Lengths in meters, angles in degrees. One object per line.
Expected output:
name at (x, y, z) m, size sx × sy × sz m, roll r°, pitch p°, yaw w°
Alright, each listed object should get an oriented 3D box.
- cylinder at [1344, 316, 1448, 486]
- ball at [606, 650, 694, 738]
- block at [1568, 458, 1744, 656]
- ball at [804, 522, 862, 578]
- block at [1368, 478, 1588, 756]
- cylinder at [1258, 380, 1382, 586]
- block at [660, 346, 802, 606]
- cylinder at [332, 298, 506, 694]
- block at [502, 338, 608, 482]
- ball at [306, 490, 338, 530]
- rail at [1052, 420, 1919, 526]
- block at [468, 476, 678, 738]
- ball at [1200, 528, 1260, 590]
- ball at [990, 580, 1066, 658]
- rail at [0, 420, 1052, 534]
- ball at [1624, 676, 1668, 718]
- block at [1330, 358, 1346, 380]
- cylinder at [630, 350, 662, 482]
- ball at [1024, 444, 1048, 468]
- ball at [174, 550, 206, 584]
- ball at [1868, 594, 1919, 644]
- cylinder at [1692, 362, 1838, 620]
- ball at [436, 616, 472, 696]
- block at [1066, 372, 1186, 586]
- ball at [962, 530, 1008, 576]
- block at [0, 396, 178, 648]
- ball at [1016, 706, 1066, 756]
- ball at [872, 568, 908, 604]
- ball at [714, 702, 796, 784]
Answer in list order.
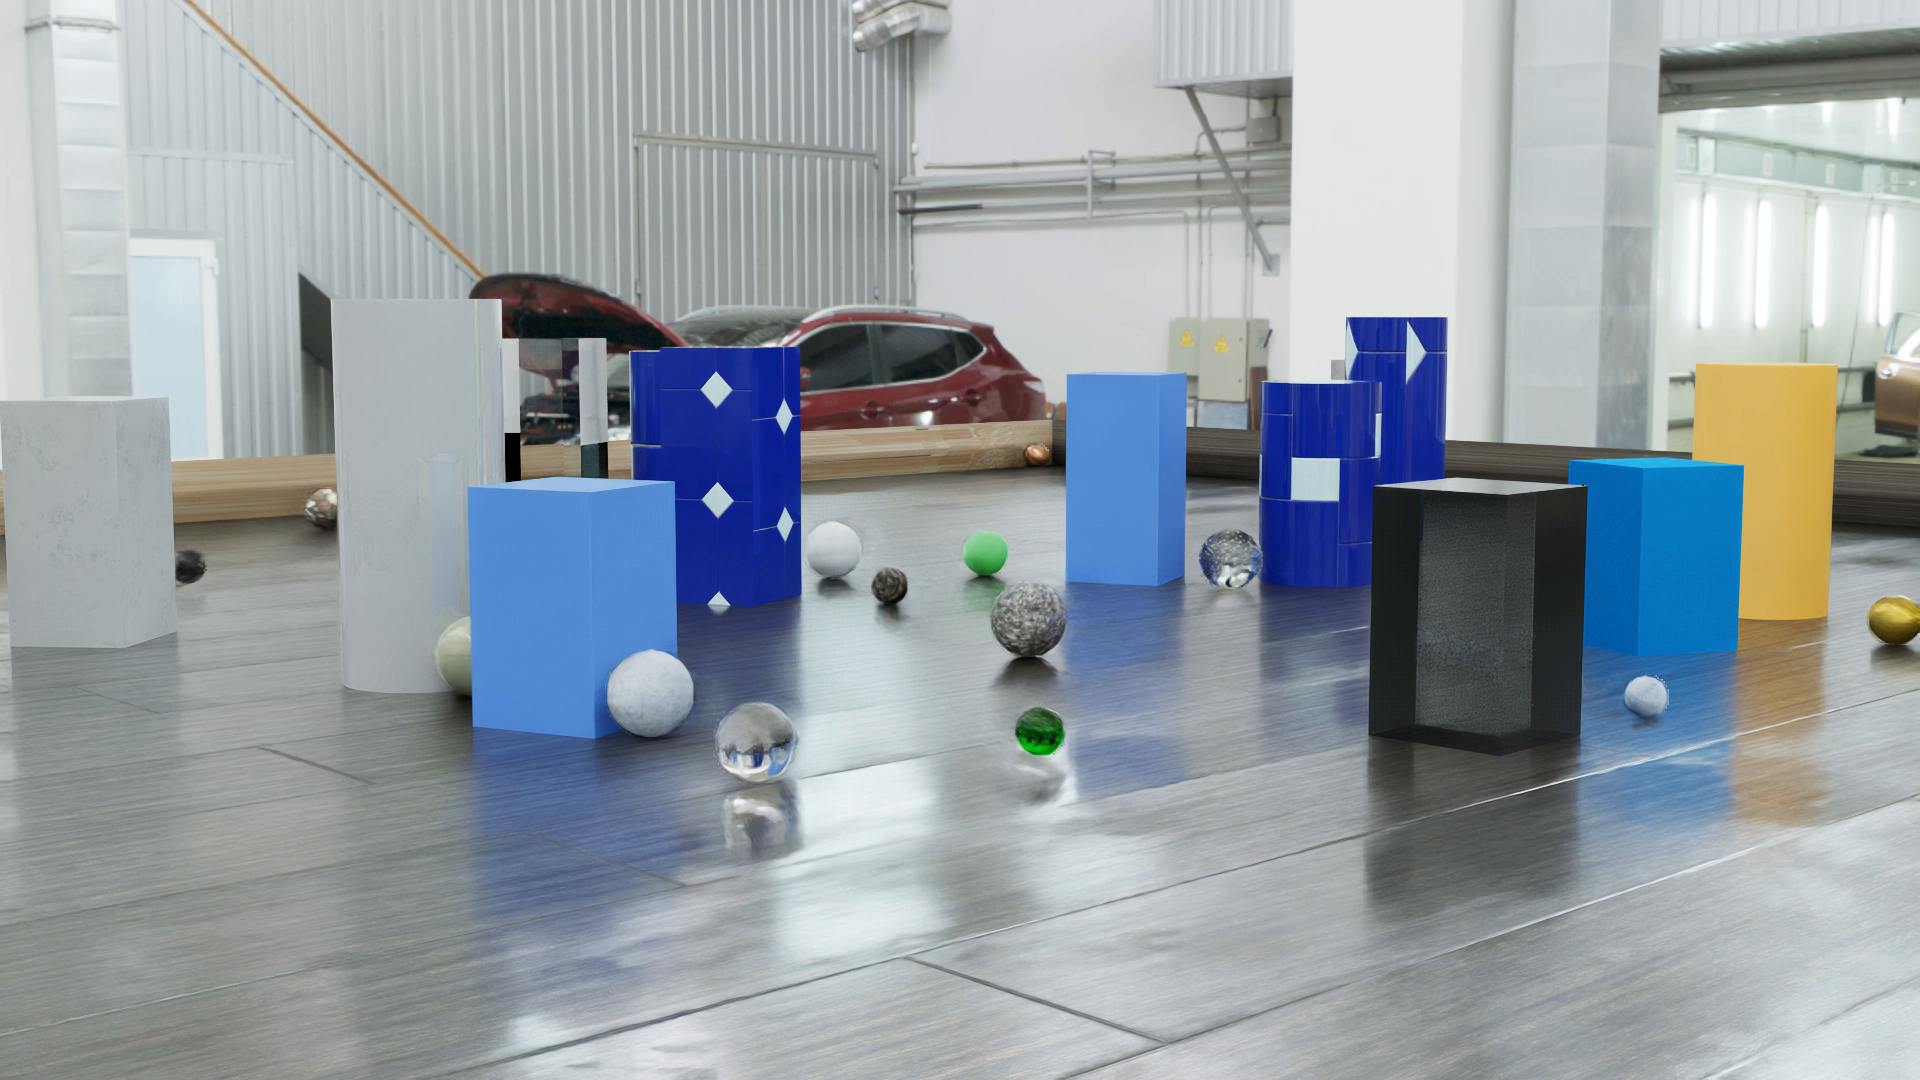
cylinder at (0.855, -0.222, 4.328) m, size 0.197 × 0.432 × 0.197 m, roll 0°, pitch 6°, yaw 0°
ball at (-0.324, 0.161, 2.302) m, size 0.091 × 0.091 × 0.091 m, roll 0°, pitch 6°, yaw 0°
block at (0.920, 0.019, 2.924) m, size 0.158 × 0.244 × 0.158 m, roll -2°, pitch 6°, yaw -20°
ball at (-0.212, 0.017, 3.662) m, size 0.094 × 0.094 × 0.094 m, roll 0°, pitch 6°, yaw 0°
block at (0.541, 0.074, 2.300) m, size 0.158 × 0.263 × 0.158 m, roll 6°, pitch 8°, yaw 45°
cylinder at (0.594, -0.098, 3.635) m, size 0.197 × 0.328 × 0.197 m, roll 0°, pitch 6°, yaw 0°
block at (-0.353, -0.103, 3.400) m, size 0.158 × 0.388 × 0.158 m, roll 3°, pitch 6°, yaw 23°
cylinder at (-0.646, -0.059, 2.640) m, size 0.197 × 0.457 × 0.197 m, roll 0°, pitch 6°, yaw 0°
block at (-0.801, -0.200, 4.313) m, size 0.158 × 0.390 × 0.158 m, roll 3°, pitch 6°, yaw 23°
ball at (-1.294, -0.063, 4.489) m, size 0.081 × 0.081 × 0.081 m, roll 0°, pitch 6°, yaw 0°
rail at (1.650, -0.125, 4.846) m, size 0.045 × 0.128 × 4.130 m, roll -5°, pitch 8°, yaw -42°
block at (-0.418, 0.068, 2.385) m, size 0.158 × 0.258 × 0.158 m, roll 3°, pitch 7°, yaw 26°
ball at (0.432, 0.030, 3.516) m, size 0.098 × 0.098 × 0.098 m, roll 0°, pitch 6°, yaw 0°
ball at (0.088, 0.101, 2.832) m, size 0.099 × 0.099 × 0.099 m, roll 0°, pitch 6°, yaw 0°
rail at (-1.384, -0.122, 4.824) m, size 4.538 × 0.128 × 0.045 m, roll -5°, pitch 8°, yaw -42°
ball at (0.752, 0.172, 2.412) m, size 0.045 × 0.045 × 0.045 m, roll 0°, pitch 6°, yaw 0°
block at (0.876, -0.210, 4.639) m, size 0.158 × 0.342 × 0.158 m, roll 3°, pitch 6°, yaw 23°
cylinder at (-0.547, -0.188, 4.319) m, size 0.197 × 0.366 × 0.197 m, roll 0°, pitch 6°, yaw 0°
ball at (0.216, -0.236, 6.229) m, size 0.065 × 0.065 × 0.065 m, roll 0°, pitch 6°, yaw 0°
ball at (-1.261, 0.044, 3.591) m, size 0.055 × 0.055 × 0.055 m, roll 0°, pitch 6°, yaw 0°
ball at (1.249, 0.106, 2.935) m, size 0.067 × 0.067 × 0.067 m, roll 0°, pitch 6°, yaw 0°
cylinder at (1.186, -0.077, 3.255) m, size 0.197 × 0.366 × 0.197 m, roll 0°, pitch 6°, yaw 0°
ball at (-0.558, 0.134, 2.542) m, size 0.094 × 0.094 × 0.094 m, roll 0°, pitch 6°, yaw 0°
block at (0.277, -0.106, 3.650) m, size 0.158 × 0.341 × 0.158 m, roll 2°, pitch 6°, yaw 22°
ball at (0.042, 0.022, 3.704) m, size 0.076 × 0.076 × 0.076 m, roll 0°, pitch 6°, yaw 0°
block at (-1.177, -0.028, 2.978) m, size 0.158 × 0.327 × 0.158 m, roll 1°, pitch 6°, yaw 5°
ball at (0.081, 0.192, 2.205) m, size 0.050 × 0.050 × 0.050 m, roll 0°, pitch 6°, yaw 0°
ball at (-0.106, 0.069, 3.348) m, size 0.055 × 0.055 × 0.055 m, roll 0°, pitch 6°, yaw 0°
ball at (-0.193, 0.191, 2.076) m, size 0.077 × 0.077 × 0.077 m, roll 0°, pitch 6°, yaw 0°
